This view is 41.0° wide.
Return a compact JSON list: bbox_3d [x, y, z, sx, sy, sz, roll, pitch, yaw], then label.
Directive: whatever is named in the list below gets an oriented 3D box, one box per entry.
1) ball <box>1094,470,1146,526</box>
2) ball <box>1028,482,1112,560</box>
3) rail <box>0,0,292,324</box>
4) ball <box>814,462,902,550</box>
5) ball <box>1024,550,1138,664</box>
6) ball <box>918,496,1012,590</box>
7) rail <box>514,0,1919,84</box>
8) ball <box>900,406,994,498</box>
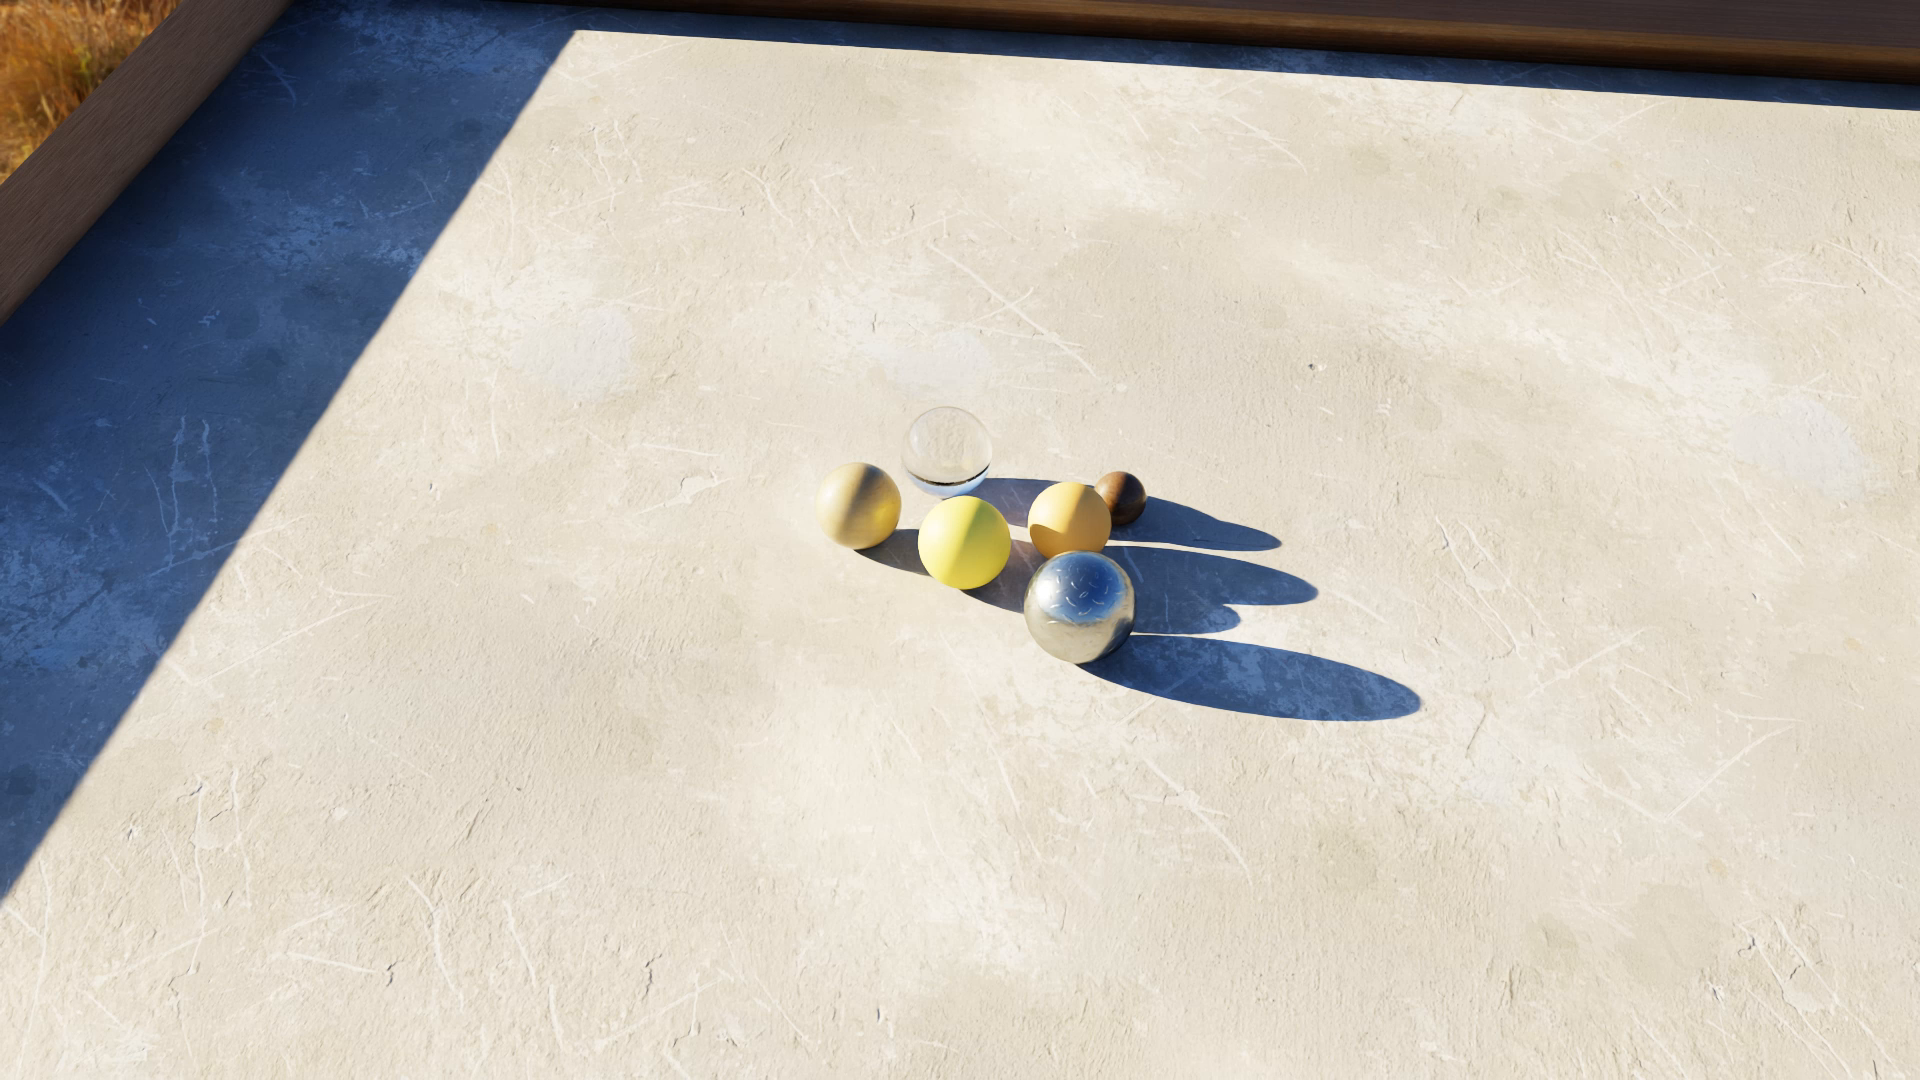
[{"bbox_3d":[0.120,-0.032,1.939,0.042,0.042,0.042,0,35,0],"label":"ball"},{"bbox_3d":[0.081,-0.012,1.893,0.062,0.062,0.062,0,35,0],"label":"ball"},{"bbox_3d":[-0.833,-0.088,1.960,0.045,0.107,1.962,5,35,7],"label":"rail"},{"bbox_3d":[-0.076,-0.026,1.910,0.065,0.065,0.065,0,35,0],"label":"ball"},{"bbox_3d":[0.084,0.047,1.793,0.080,0.080,0.080,0,35,0],"label":"ball"},{"bbox_3d":[0.003,0.002,1.868,0.068,0.068,0.068,0,35,0],"label":"ball"},{"bbox_3d":[0.995,-0.488,2.536,3.462,0.107,0.045,5,35,7],"label":"rail"},{"bbox_3d":[-0.010,-0.067,1.964,0.072,0.072,0.072,0,35,0],"label":"ball"}]
